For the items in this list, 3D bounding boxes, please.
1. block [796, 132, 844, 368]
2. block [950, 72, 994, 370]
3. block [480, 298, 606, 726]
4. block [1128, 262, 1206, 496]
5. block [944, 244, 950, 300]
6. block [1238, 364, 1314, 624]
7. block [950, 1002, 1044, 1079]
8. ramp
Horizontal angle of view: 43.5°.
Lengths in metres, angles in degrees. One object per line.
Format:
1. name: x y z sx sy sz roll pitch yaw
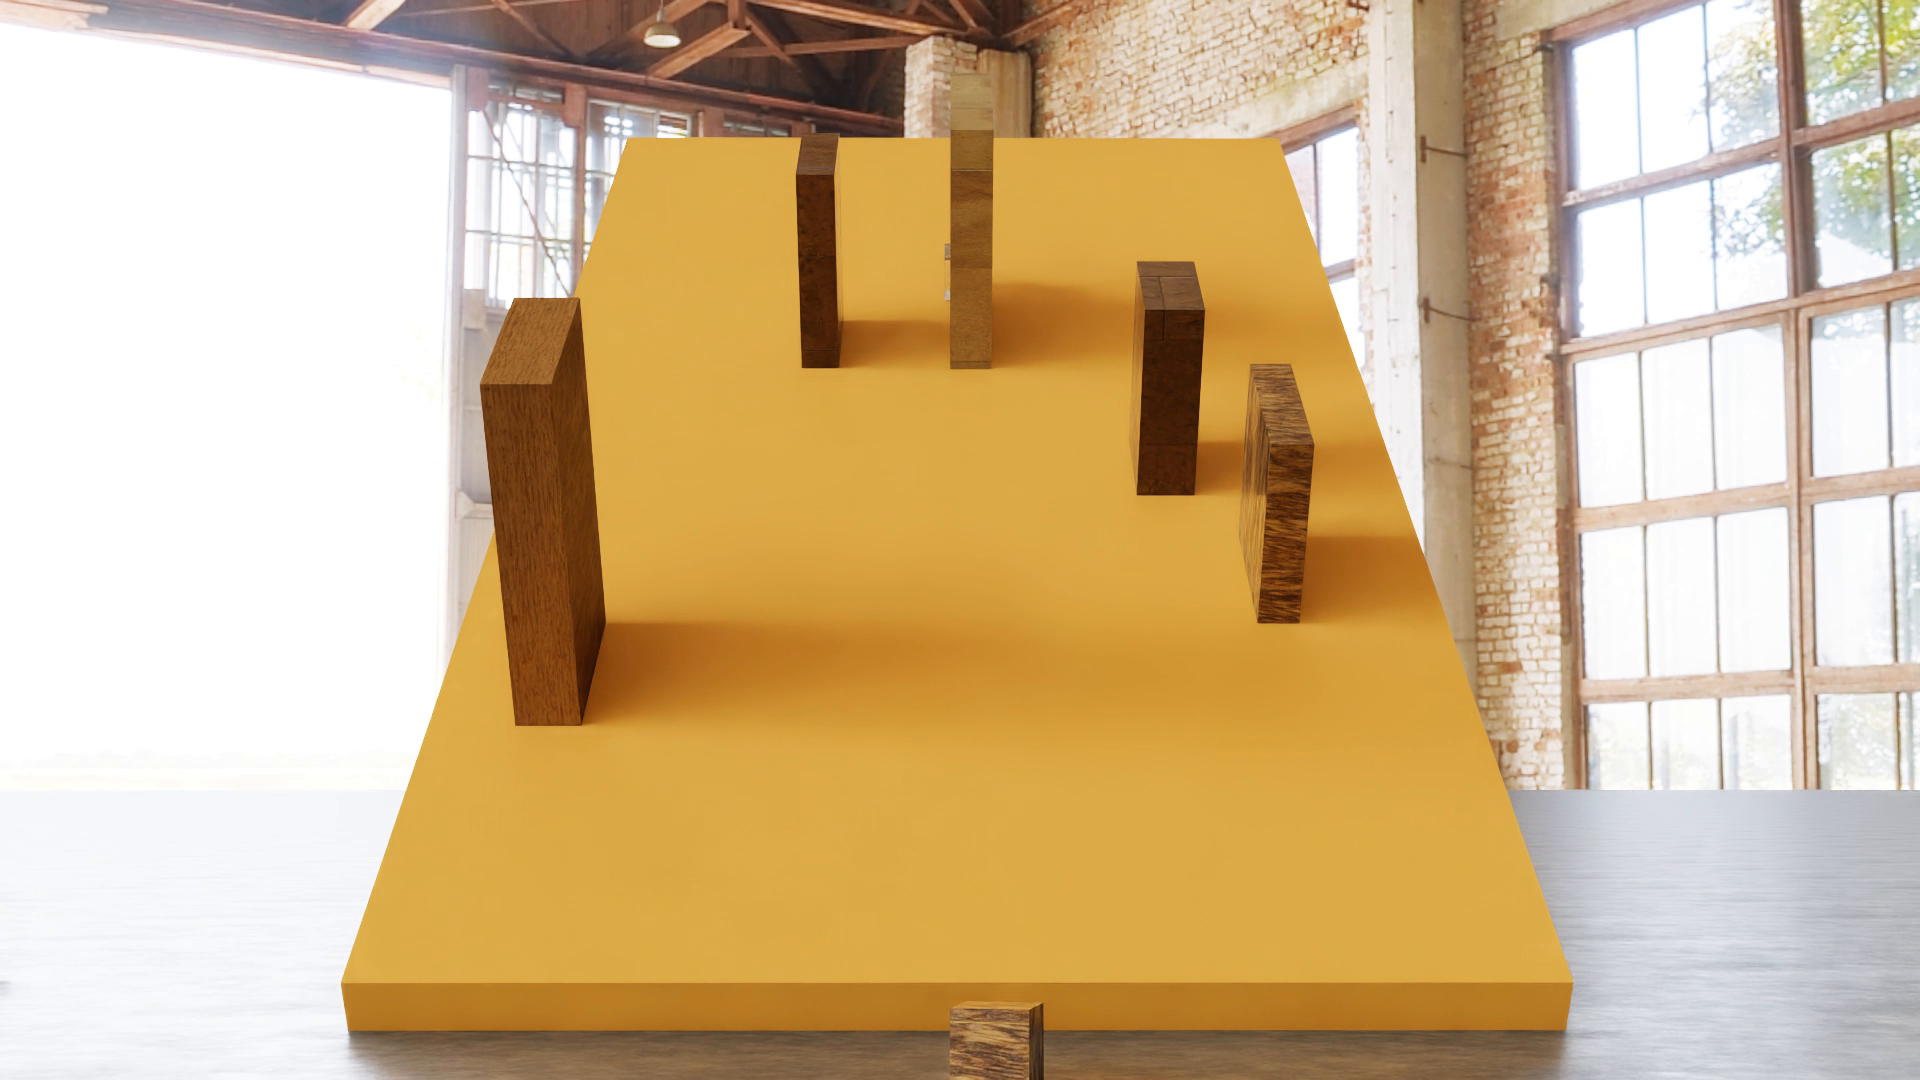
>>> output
1. block: -0.345 -0.715 5.940 0.092 0.505 0.290 0 29 0
2. block: 0.026 -0.794 5.967 0.101 0.617 0.420 0 29 0
3. block: -0.779 -0.053 4.539 0.125 0.715 0.379 0 29 0
4. block: 0.459 -0.361 5.368 0.129 0.451 0.266 0 29 0
5. block: 0.016 -0.705 6.323 0.114 0.114 0.114 0 29 0
6. block: 0.647 -0.099 4.945 0.085 0.408 0.371 0 29 0
7. block: 0.050 0.678 3.222 0.107 0.107 0.107 -1 -6 12
8. ramp: -0.012 -0.215 5.668 2.000 0.100 4.000 0 29 0
